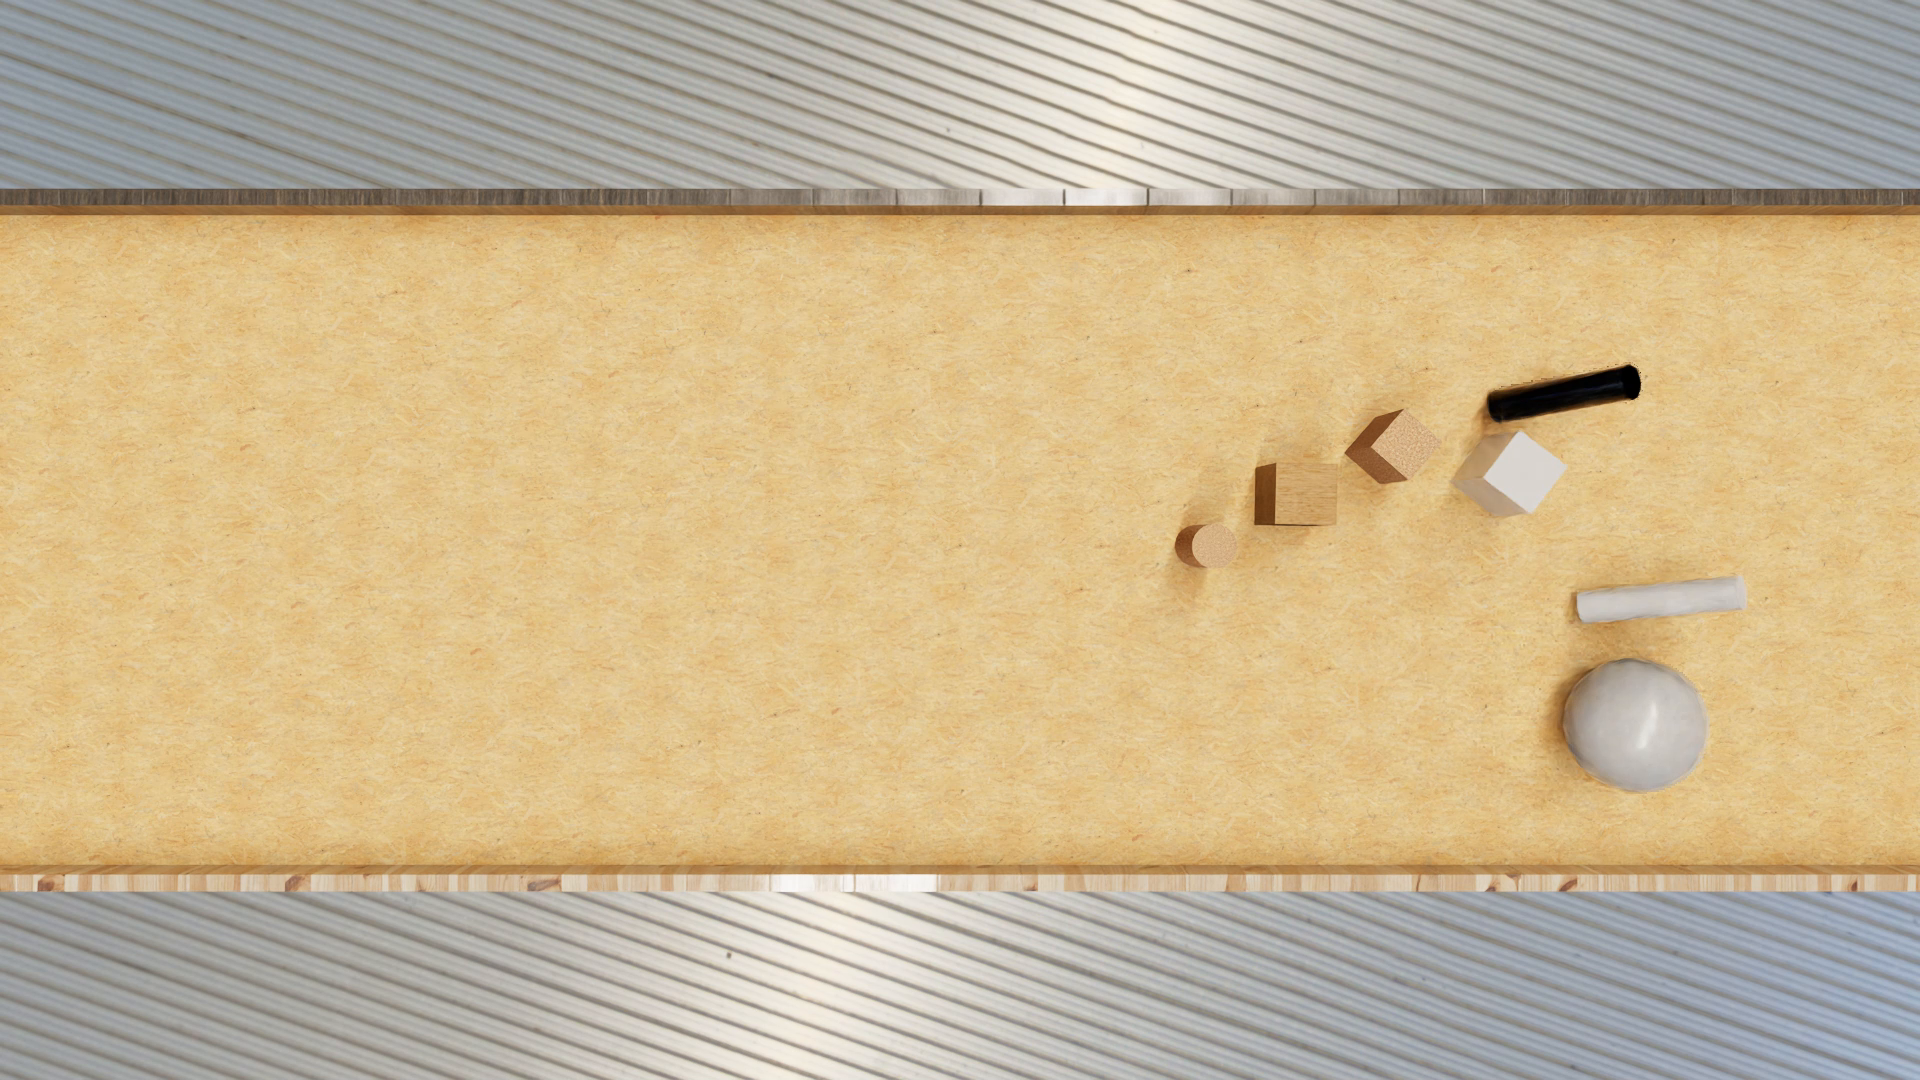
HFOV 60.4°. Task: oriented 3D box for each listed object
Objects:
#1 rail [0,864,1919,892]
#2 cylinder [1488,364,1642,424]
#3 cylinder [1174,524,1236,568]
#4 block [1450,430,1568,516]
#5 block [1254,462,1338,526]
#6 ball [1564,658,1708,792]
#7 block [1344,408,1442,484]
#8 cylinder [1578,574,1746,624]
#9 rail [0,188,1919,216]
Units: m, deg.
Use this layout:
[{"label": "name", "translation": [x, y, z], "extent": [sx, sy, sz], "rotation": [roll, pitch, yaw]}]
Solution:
[{"label": "rail", "translation": [-2.247, 1.025, 5.001], "extent": [12.000, 0.150, 0.050], "rotation": [0, 90, 0]}, {"label": "cylinder", "translation": [1.780, -0.429, 4.873], "extent": [0.101, 0.439, 0.101], "rotation": [5, 81, -37]}, {"label": "cylinder", "translation": [0.725, 0.018, 4.887], "extent": [0.128, 0.379, 0.128], "rotation": [0, 90, 0]}, {"label": "block", "translation": [1.628, -0.195, 4.912], "extent": [0.174, 0.329, 0.174], "rotation": [37, 90, 0]}, {"label": "block", "translation": [0.996, -0.132, 4.909], "extent": [0.177, 0.336, 0.177], "rotation": [1, 90, 0]}, {"label": "ball", "translation": [1.994, 0.547, 4.880], "extent": [0.394, 0.394, 0.394], "rotation": [0, 90, 0]}, {"label": "block", "translation": [1.286, -0.275, 4.910], "extent": [0.147, 0.332, 0.147], "rotation": [41, 90, 0]}, {"label": "cylinder", "translation": [2.079, 0.178, 4.900], "extent": [0.451, 0.101, 0.101], "rotation": [-9, 90, 37]}, {"label": "rail", "translation": [-2.247, -1.025, 5.002], "extent": [12.000, 0.150, 0.050], "rotation": [0, 90, 0]}]
